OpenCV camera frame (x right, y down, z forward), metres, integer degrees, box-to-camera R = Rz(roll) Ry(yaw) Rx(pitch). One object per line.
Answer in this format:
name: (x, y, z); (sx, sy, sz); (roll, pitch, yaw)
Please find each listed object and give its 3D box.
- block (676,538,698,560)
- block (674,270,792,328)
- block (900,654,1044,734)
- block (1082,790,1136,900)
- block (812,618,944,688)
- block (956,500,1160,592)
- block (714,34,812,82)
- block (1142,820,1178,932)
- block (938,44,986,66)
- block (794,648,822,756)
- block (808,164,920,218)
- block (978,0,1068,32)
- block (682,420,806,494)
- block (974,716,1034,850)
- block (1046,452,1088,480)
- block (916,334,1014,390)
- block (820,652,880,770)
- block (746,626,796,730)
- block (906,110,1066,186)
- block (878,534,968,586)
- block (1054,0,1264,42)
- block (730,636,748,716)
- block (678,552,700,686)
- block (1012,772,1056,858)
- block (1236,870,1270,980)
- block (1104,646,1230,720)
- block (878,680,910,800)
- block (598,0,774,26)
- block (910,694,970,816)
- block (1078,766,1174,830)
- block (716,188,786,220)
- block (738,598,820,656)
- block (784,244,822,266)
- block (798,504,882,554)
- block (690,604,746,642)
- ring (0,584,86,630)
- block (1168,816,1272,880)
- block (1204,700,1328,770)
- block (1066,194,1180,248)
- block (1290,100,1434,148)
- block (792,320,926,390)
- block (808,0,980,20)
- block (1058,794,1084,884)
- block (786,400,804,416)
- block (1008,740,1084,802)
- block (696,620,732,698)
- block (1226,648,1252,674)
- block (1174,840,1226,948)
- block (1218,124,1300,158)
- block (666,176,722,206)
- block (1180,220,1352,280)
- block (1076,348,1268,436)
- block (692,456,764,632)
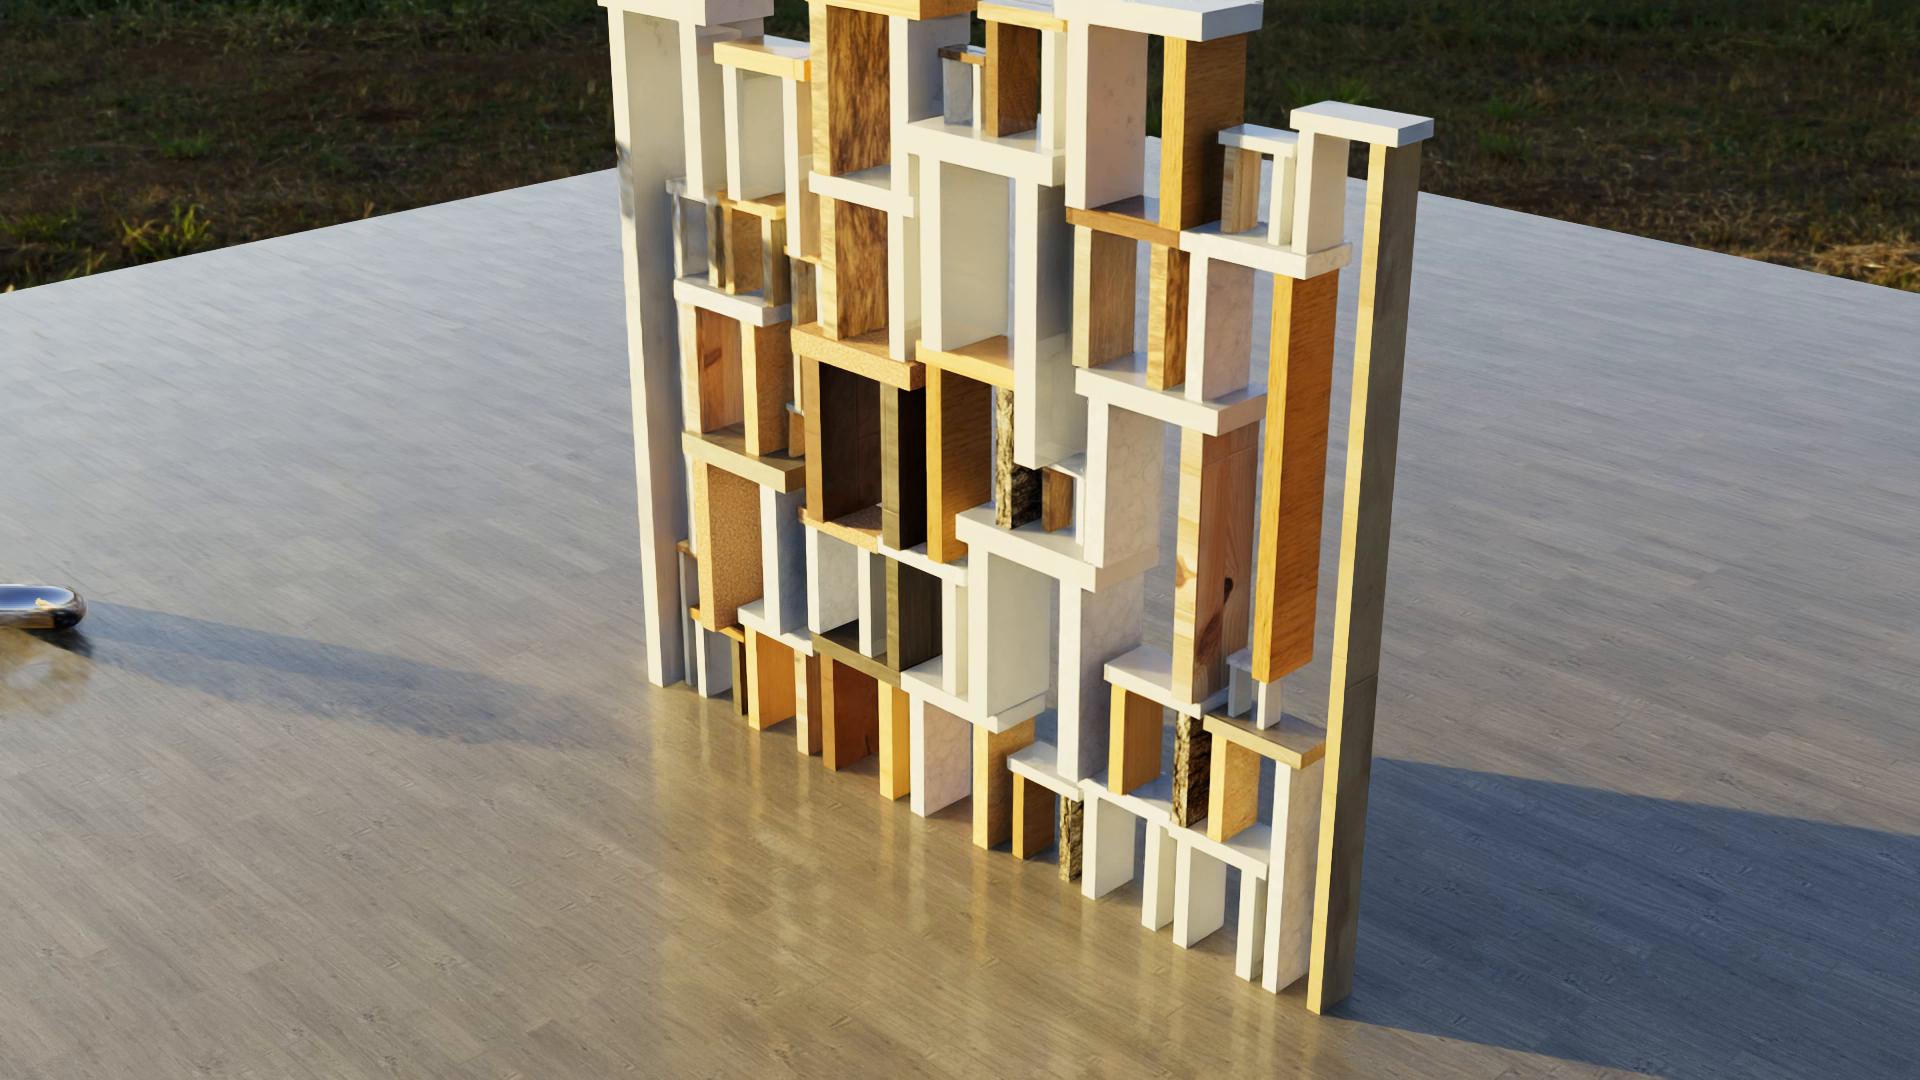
block: (-0.569, 0.022, 4.851); (0.116, 0.016, 0.058); (21, 31, 40)
block: (-0.442, -0.500, 4.501); (0.141, 0.040, 0.282); (-21, 31, -41)
block: (0.024, 0.298, 4.327); (0.266, 0.038, 0.133); (21, 31, 41)
block: (0.283, 0.559, 4.159); (0.112, 0.223, 0.032); (-21, 31, -40)
block: (-0.166, 0.226, 4.505); (0.132, 0.037, 0.264); (-21, 31, -41)
block: (0.176, -0.001, 4.035); (0.347, 0.049, 0.173); (21, 31, 41)
block: (-0.335, -0.921, 4.196); (0.131, 0.037, 0.263); (-21, 31, -40)
block: (0.389, 0.600, 4.061); (0.112, 0.223, 0.032); (-21, 32, -41)
block: (0.021, -0.846, 3.831); (0.056, 0.016, 0.112); (-22, 31, -40)
block: (-0.292, 0.326, 4.683); (0.034, 0.241, 0.121); (21, 31, 41)
block: (-0.135, -0.656, 4.087); (0.280, 0.040, 0.140); (21, 31, 40)
block: (0.134, -0.884, 3.692); (0.099, 0.028, 0.197); (-21, 31, -40)
block: (-0.411, -0.183, 4.586); (0.328, 0.047, 0.164); (21, 31, 41)
block: (0.087, 0.463, 4.329); (0.038, 0.266, 0.133); (21, 31, 41)
block: (0.207, -0.137, 3.945); (0.127, 0.018, 0.063); (21, 31, 41)
block: (0.062, -0.332, 4.012); (0.269, 0.038, 0.135); (21, 31, 41)
block: (-0.228, 0.340, 4.621); (0.037, 0.264, 0.132); (21, 31, 41)
block: (-0.406, 0.282, 4.788); (0.034, 0.241, 0.121); (21, 31, 41)
block: (0.091, -0.686, 3.829); (0.177, 0.050, 0.354); (-22, 31, -40)
block: (-0.035, 0.024, 4.271); (0.238, 0.034, 0.119); (21, 31, 41)
block: (0.315, -0.847, 3.509); (0.304, 0.043, 0.152); (21, 31, 40)
block: (-0.458, 0.286, 4.850); (0.026, 0.184, 0.092); (21, 31, 41)
block: (-0.596, 0.169, 4.943); (0.016, 0.327, 0.058); (21, 31, 41)
block: (0.145, 0.522, 4.294); (0.026, 0.184, 0.092); (21, 31, 41)
block: (0.542, 0.666, 3.914); (0.031, 0.217, 0.108); (21, 31, 40)
block: (0.376, 0.251, 3.911); (0.221, 0.031, 0.110); (21, 31, 40)
block: (-0.104, 0.389, 4.507); (0.037, 0.264, 0.132); (21, 31, 41)
block: (-0.548, -1.078, 4.370); (0.172, 0.049, 0.344); (-21, 31, -41)
block: (-0.039, 0.414, 4.445); (0.038, 0.266, 0.133); (21, 31, 41)
block: (0.337, 0.460, 4.063); (0.112, 0.032, 0.223); (-21, 31, -40)
block: (-0.390, -0.671, 4.361); (0.090, 0.025, 0.180); (-21, 31, -41)
block: (-0.349, 0.177, 4.682); (0.241, 0.034, 0.121); (21, 31, 41)
block: (-0.280, -0.559, 4.287); (0.062, 0.017, 0.123); (-21, 31, -40)
block: (-0.204, -0.036, 4.432); (0.117, 0.033, 0.235); (-21, 31, -40)
block: (-0.501, 0.172, 4.848); (0.184, 0.026, 0.092); (21, 31, 41)
ring: (-2.217, 0.155, 5.169); (0.305, 0.102, 0.305); (2, -2, 0)
block: (0.491, 0.532, 3.913); (0.217, 0.031, 0.108); (21, 31, 40)
block: (0.533, 0.329, 3.780); (0.208, 0.029, 0.104); (21, 31, 41)
block: (0.308, -0.535, 3.656); (0.246, 0.035, 0.123); (20, 31, 40)
block: (0.602, -0.625, 3.298); (0.191, 0.027, 0.095); (21, 31, 40)
block: (-0.152, -0.367, 4.235); (0.167, 0.047, 0.334); (-21, 31, -40)
block: (-0.127, -0.983, 3.942); (0.316, 0.045, 0.158); (21, 31, 40)
block: (0.232, 0.556, 4.214); (0.026, 0.184, 0.092); (21, 31, 41)
block: (-0.302, -0.265, 4.451); (0.049, 0.014, 0.097); (-21, 31, -41)
block: (0.189, 0.442, 4.213); (0.184, 0.026, 0.092); (21, 31, 41)
block: (-0.545, 0.252, 4.930); (0.026, 0.184, 0.092); (21, 31, 41)
block: (0.508, 0.212, 3.757); (0.095, 0.014, 0.048); (21, 31, 40)
block: (0.439, 0.626, 4.008); (0.031, 0.217, 0.108); (21, 31, 40)
block: (0.481, -0.623, 3.429); (0.141, 0.020, 0.071); (20, 31, 39)
block: (-0.512, -0.714, 4.486); (0.171, 0.024, 0.086); (21, 31, 40)
block: (0.485, -0.467, 3.494); (0.247, 0.035, 0.123); (21, 31, 40)
block: (0.362, -0.252, 3.718); (0.308, 0.044, 0.154); (21, 31, 40)
block: (-0.489, -0.011, 4.743); (0.047, 0.393, 0.164); (21, 31, 41)
